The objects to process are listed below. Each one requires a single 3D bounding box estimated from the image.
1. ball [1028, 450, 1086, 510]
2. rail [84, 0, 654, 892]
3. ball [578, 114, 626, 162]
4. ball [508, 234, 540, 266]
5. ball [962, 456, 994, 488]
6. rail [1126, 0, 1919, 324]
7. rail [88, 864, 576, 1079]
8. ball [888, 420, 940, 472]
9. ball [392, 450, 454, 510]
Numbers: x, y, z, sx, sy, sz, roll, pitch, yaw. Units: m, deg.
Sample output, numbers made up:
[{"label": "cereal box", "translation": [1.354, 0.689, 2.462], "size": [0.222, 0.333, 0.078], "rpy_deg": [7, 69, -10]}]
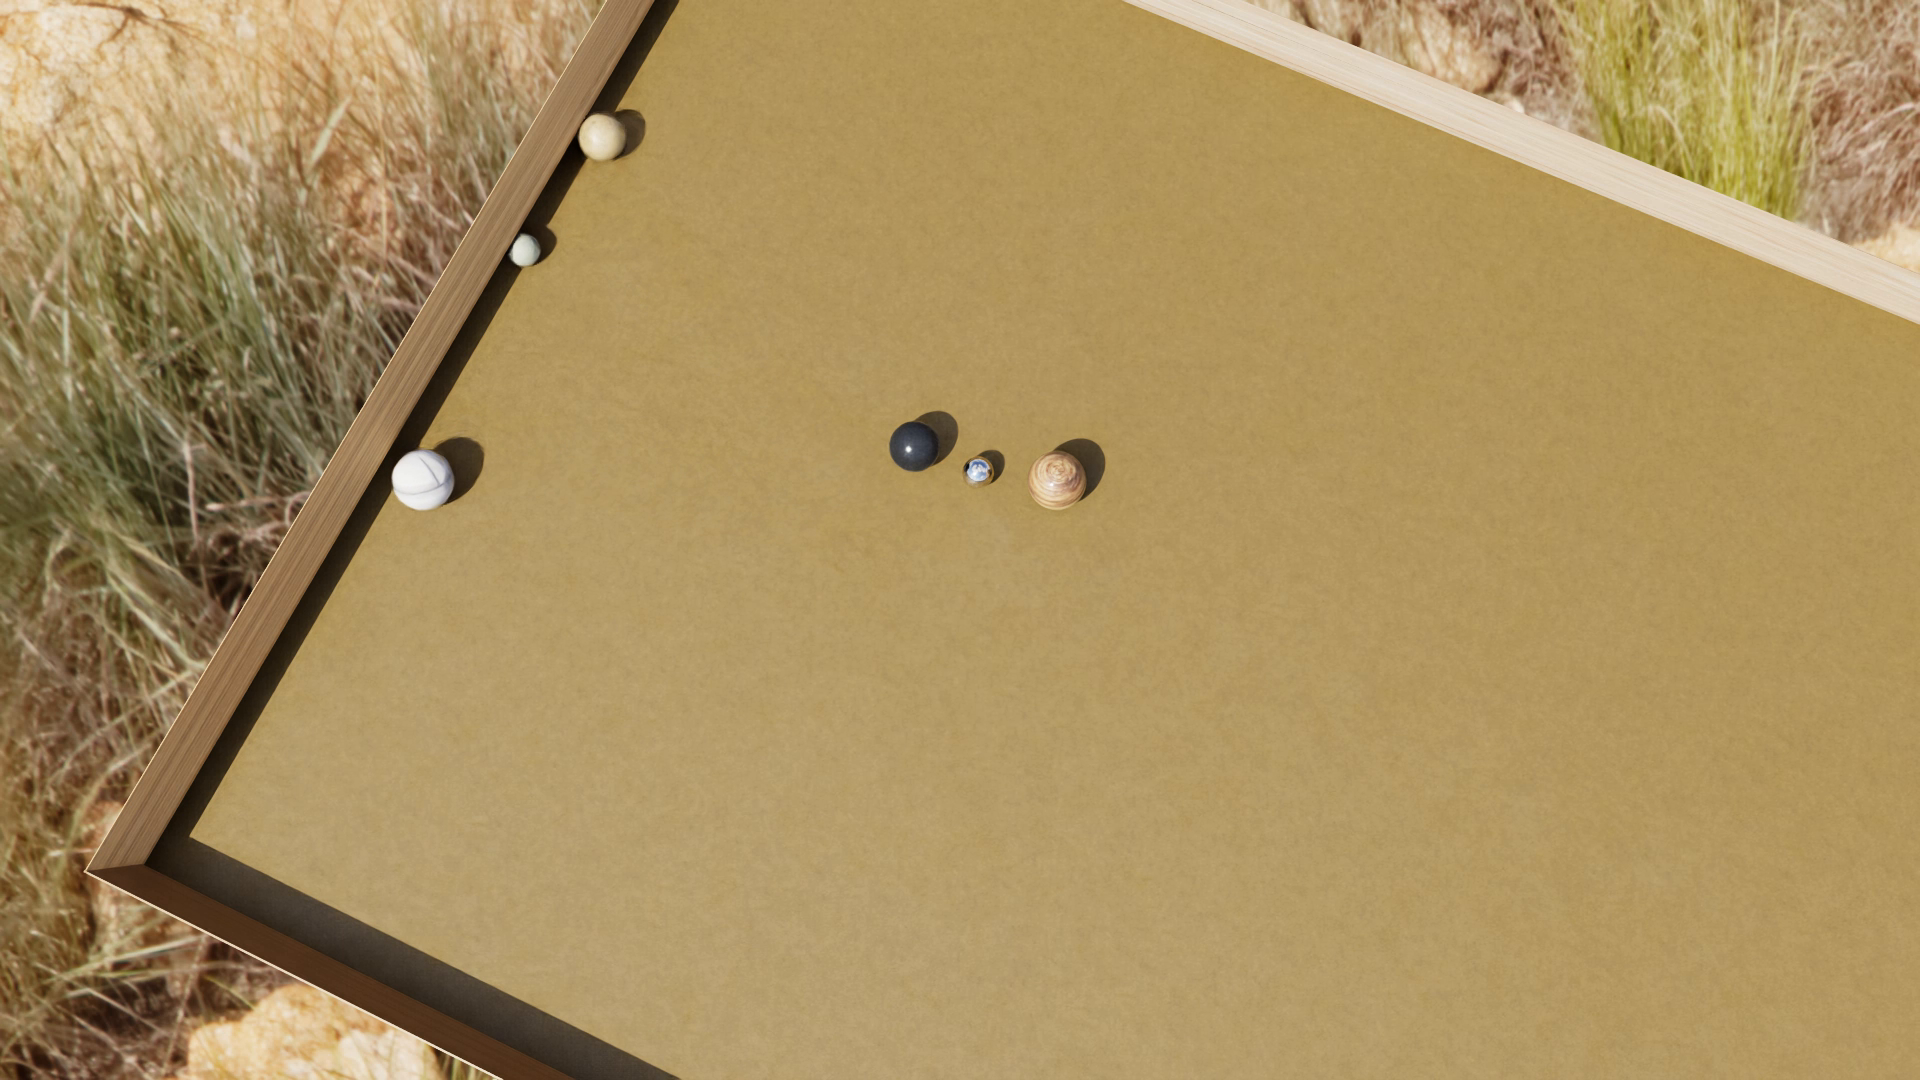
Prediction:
[{"label": "ball", "translation": [0.151, -0.093, 3.426], "size": [0.093, 0.093, 0.093], "rpy_deg": [0, 72, 0]}, {"label": "rail", "translation": [-0.803, -0.367, 3.500], "size": [0.045, 0.123, 2.033], "rpy_deg": [24, 73, 8]}, {"label": "ball", "translation": [-0.590, -0.663, 3.623], "size": [0.078, 0.078, 0.078], "rpy_deg": [0, 72, 0]}, {"label": "ball", "translation": [-0.708, -0.472, 3.572], "size": [0.054, 0.054, 0.054], "rpy_deg": [0, 72, 0]}, {"label": "ball", "translation": [0.028, -0.106, 3.453], "size": [0.051, 0.051, 0.051], "rpy_deg": [0, 72, 0]}, {"label": "rail", "translation": [1.248, -0.492, 3.541], "size": [3.645, 0.123, 0.045], "rpy_deg": [24, 73, 8]}, {"label": "rail", "translation": [0.401, 1.213, 2.975], "size": [3.645, 0.123, 0.045], "rpy_deg": [24, 73, 8]}, {"label": "ball", "translation": [-0.071, -0.147, 3.450], "size": [0.081, 0.081, 0.081], "rpy_deg": [0, 72, 0]}, {"label": "ball", "translation": [-0.836, -0.094, 3.425], "size": [0.095, 0.095, 0.095], "rpy_deg": [0, 72, 0]}]
